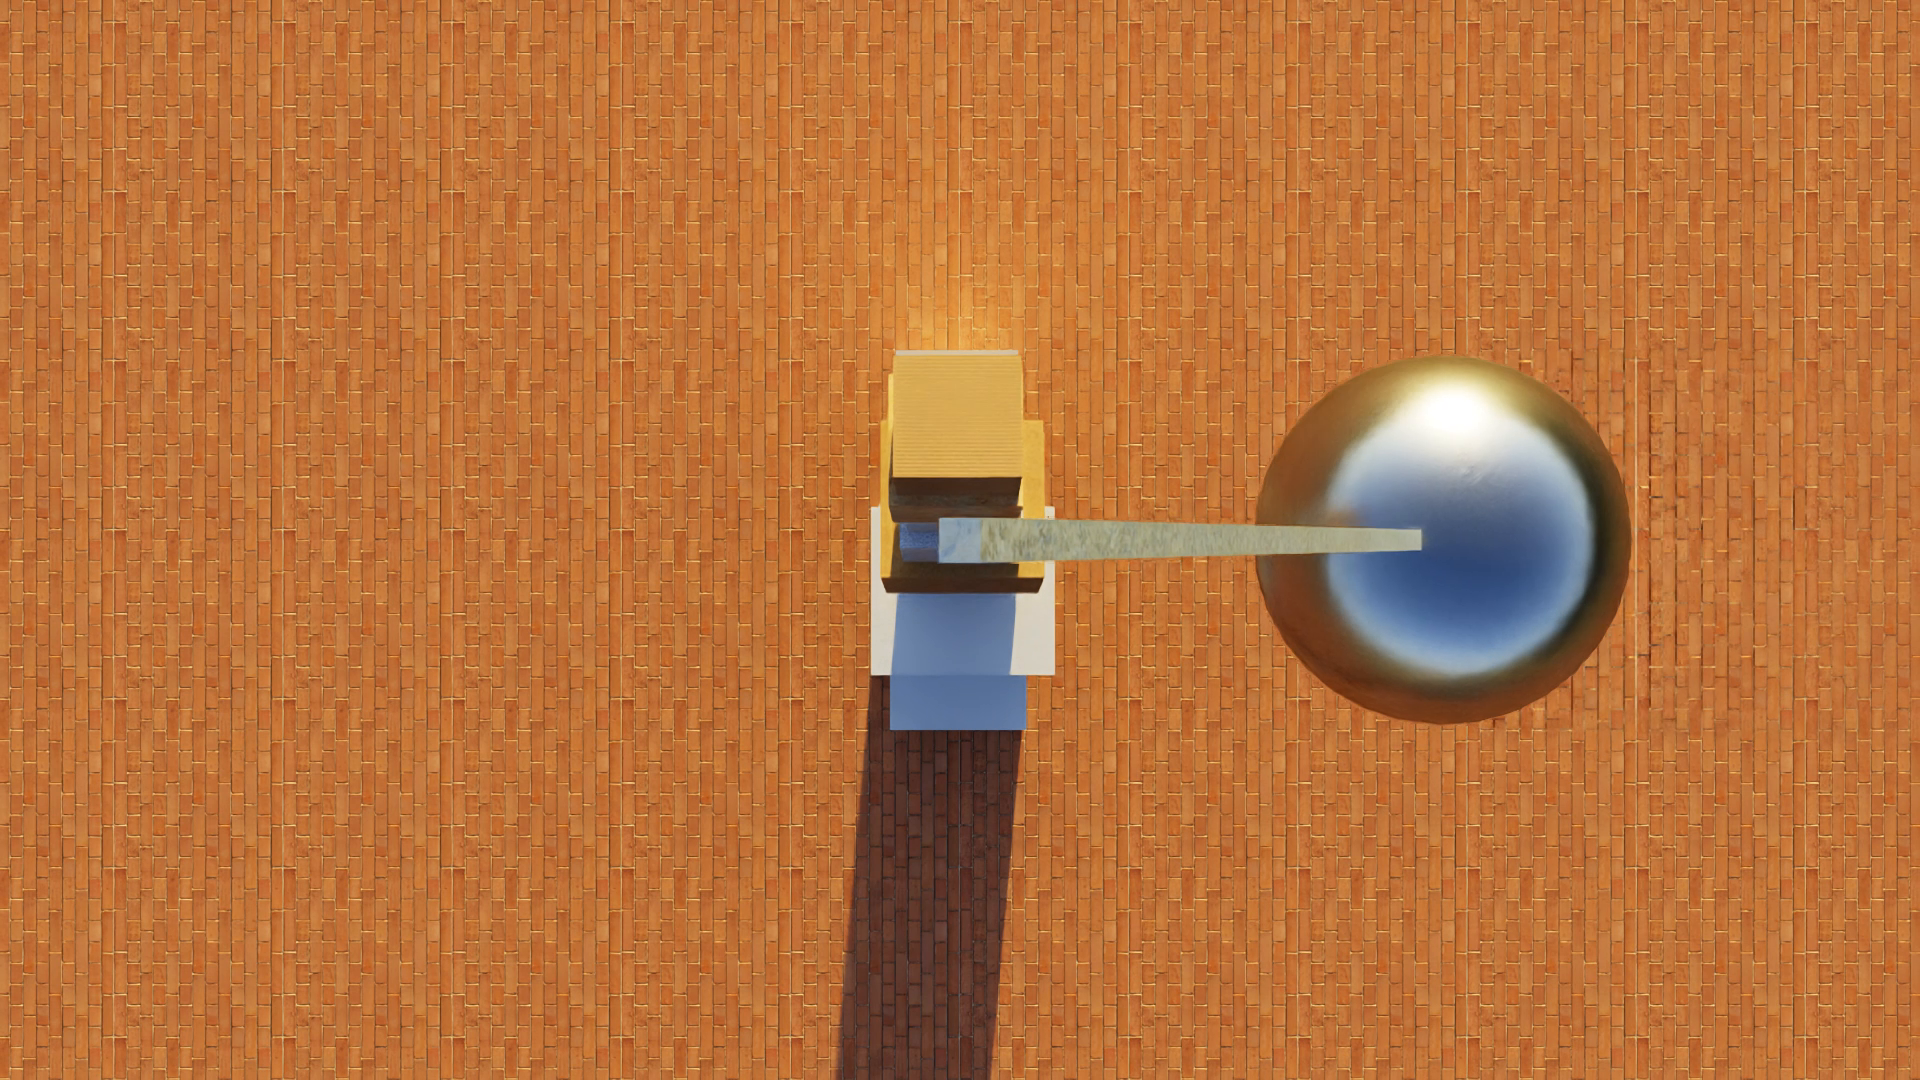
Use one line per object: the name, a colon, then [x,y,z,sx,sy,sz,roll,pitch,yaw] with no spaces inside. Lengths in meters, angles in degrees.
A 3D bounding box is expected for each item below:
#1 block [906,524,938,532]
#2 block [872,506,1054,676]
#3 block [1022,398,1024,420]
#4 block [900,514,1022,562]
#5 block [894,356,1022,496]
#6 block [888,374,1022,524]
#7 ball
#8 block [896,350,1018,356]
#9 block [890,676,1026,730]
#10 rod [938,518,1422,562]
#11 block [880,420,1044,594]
block: [0.003,-0.287,9.135,0.448,0.532,0.449,0,83,0]
block: [0.015,0.275,11.836,0.952,0.850,0.872,0,89,0]
block: [0.017,-0.455,11.949,0.632,0.654,0.562,0,88,0]
block: [0.005,-0.223,9.688,0.525,0.580,0.582,0,83,0]
block: [-0.008,-0.413,8.081,0.459,0.504,0.440,0,83,0]
block: [-0.017,-0.349,8.601,0.508,0.544,0.502,0,83,0]
ball: [2.074,0.000,9.518,1.600,1.600,1.600,0,90,0]
block: [-0.017,-0.710,12.644,0.683,0.713,0.699,0,90,0]
block: [-0.009,0.656,12.631,0.763,0.738,0.806,0,90,0]
rod: [0.899,0.000,6.327,0.080,5.200,0.080,0,90,20]
block: [0.011,-0.143,10.380,0.742,0.813,0.718,0,83,0]
